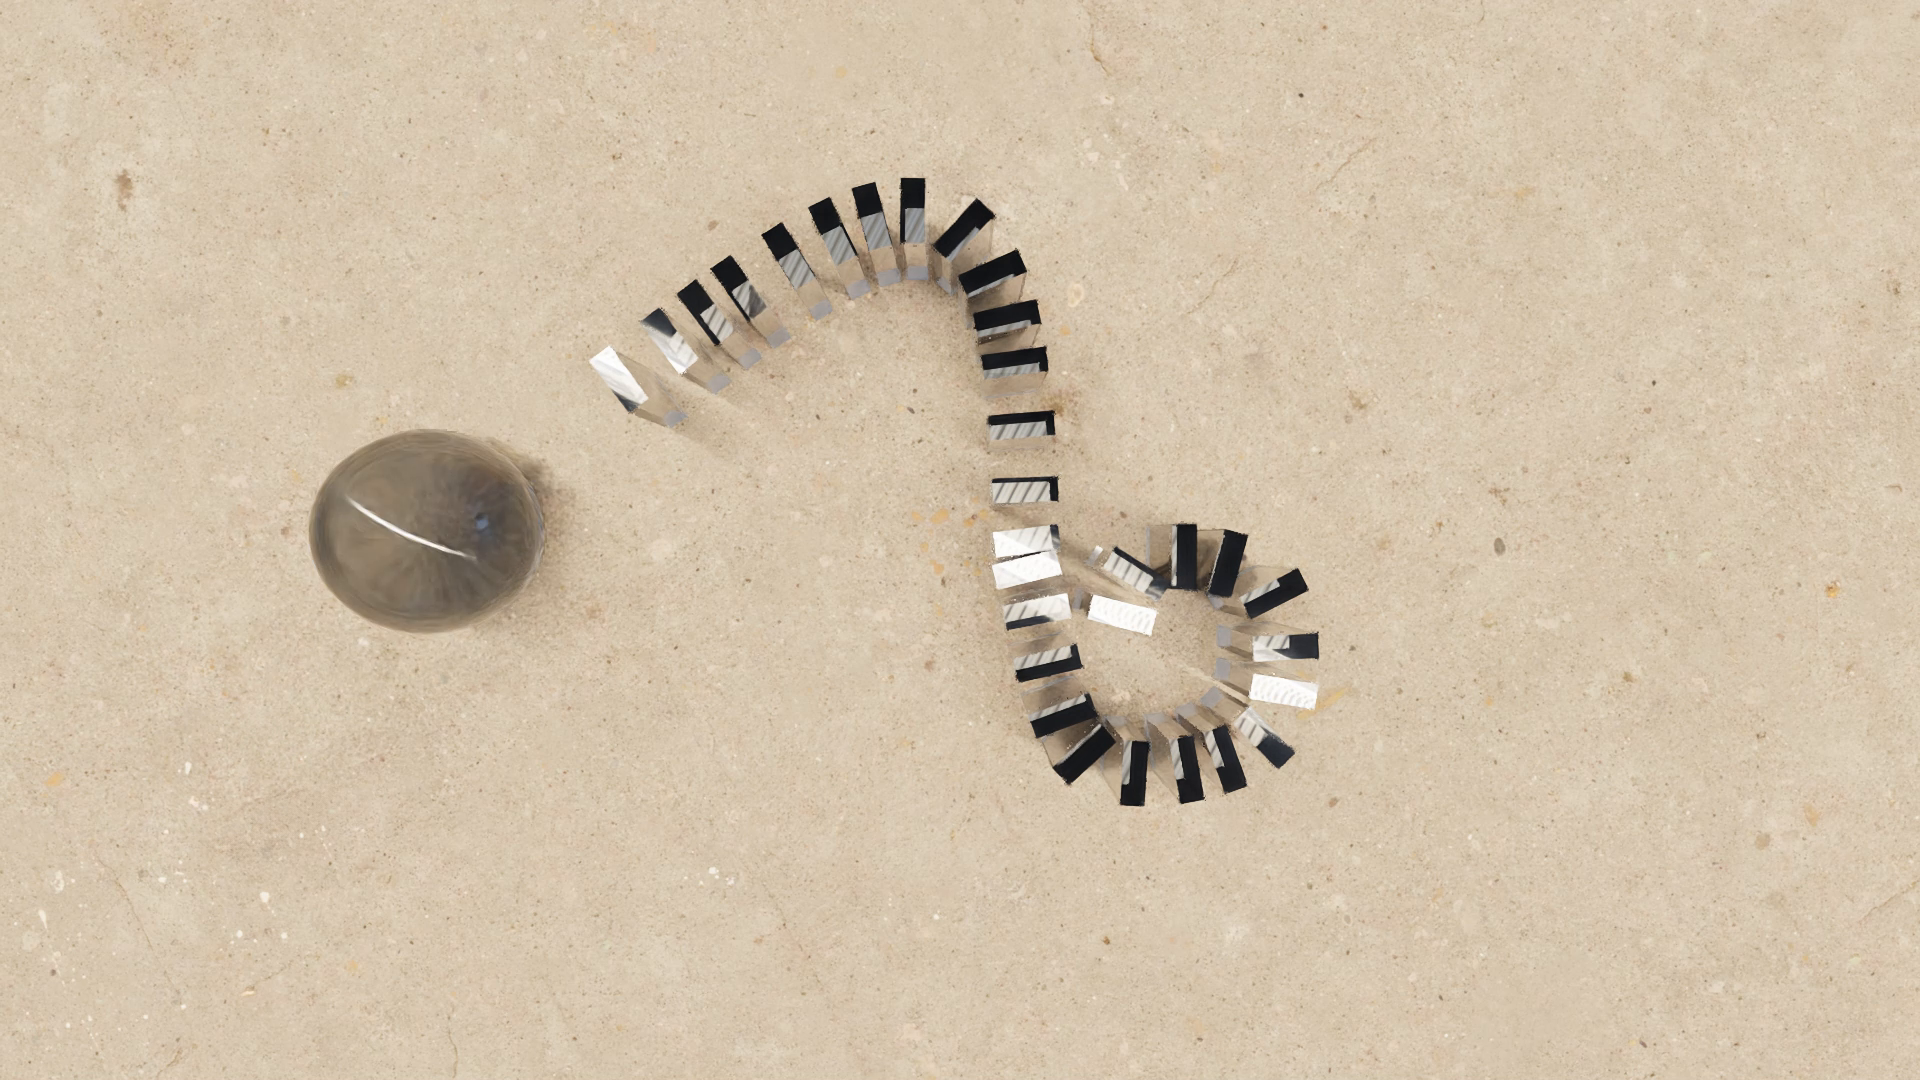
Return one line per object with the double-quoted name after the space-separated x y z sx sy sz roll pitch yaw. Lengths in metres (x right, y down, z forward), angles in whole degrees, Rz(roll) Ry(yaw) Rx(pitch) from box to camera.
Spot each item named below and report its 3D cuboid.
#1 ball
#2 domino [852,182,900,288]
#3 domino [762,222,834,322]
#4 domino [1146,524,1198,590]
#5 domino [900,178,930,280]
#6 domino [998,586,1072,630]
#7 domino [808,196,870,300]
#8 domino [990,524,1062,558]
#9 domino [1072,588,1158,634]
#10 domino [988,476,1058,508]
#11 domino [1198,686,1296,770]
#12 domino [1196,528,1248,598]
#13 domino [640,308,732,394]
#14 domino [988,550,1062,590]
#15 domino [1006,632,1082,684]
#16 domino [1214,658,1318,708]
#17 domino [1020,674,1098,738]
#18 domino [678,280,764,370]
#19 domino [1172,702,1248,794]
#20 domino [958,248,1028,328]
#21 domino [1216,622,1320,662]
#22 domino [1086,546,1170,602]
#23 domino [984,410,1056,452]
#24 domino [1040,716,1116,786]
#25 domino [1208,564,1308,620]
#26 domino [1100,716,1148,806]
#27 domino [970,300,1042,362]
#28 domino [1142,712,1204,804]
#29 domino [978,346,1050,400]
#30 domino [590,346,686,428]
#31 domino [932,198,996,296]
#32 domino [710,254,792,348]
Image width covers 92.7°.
-0.207 -0.003 0.360 0.080 0.080 0.080 0 90 0 "ball"
-0.034 -0.124 0.375 0.010 0.050 0.025 -15 90 0 "domino"
-0.065 -0.108 0.375 0.010 0.050 0.025 -32 90 0 "domino"
0.086 0.006 0.375 0.009 0.050 0.025 1 90 0 "domino"
-0.018 -0.126 0.375 0.010 0.050 0.025 1 90 0 "domino"
0.029 0.027 0.375 0.025 0.050 0.009 -11 90 0 "domino"
-0.049 -0.118 0.375 0.010 0.050 0.025 -26 90 0 "domino"
0.026 0.000 0.375 0.025 0.050 0.010 -8 90 0 "domino"
0.062 0.029 0.375 0.025 0.050 0.010 14 90 0 "domino"
0.025 -0.019 0.375 0.025 0.050 0.010 -2 90 0 "domino"
0.116 0.076 0.375 0.009 0.050 0.025 -45 90 0 "domino"
0.102 0.009 0.375 0.009 0.050 0.025 16 90 0 "domino"
-0.111 -0.076 0.375 0.010 0.050 0.025 -38 90 0 "domino"
0.026 0.011 0.375 0.025 0.050 0.010 -14 90 0 "domino"
0.034 0.047 0.375 0.025 0.050 0.010 -13 90 0 "domino"
0.124 0.058 0.375 0.025 0.050 0.009 9 90 0 "domino"
0.039 0.067 0.375 0.025 0.050 0.009 -20 90 0 "domino"
-0.097 -0.087 0.375 0.010 0.050 0.025 -37 90 0 "domino"
0.102 0.084 0.375 0.009 0.050 0.025 -20 90 0 "domino"
0.012 -0.102 0.375 0.025 0.050 0.010 -24 90 0 "domino"
0.125 0.041 0.375 0.025 0.050 0.009 -3 90 0 "domino"
0.068 0.013 0.375 0.025 0.050 0.009 32 90 0 "domino"
0.024 -0.044 0.375 0.025 0.050 0.009 -5 90 0 "domino"
0.048 0.082 0.375 0.025 0.050 0.010 -43 90 0 "domino"
0.120 0.021 0.375 0.025 0.050 0.010 -27 90 0 "domino"
0.067 0.089 0.375 0.009 0.050 0.025 4 90 0 "domino"
0.018 -0.085 0.375 0.025 0.050 0.009 -13 90 0 "domino"
0.087 0.088 0.375 0.009 0.050 0.025 -10 90 0 "domino"
0.021 -0.068 0.375 0.025 0.050 0.010 -8 90 0 "domino"
-0.130 -0.061 0.375 0.010 0.050 0.025 -37 90 0 "domino"
0.001 -0.118 0.375 0.009 0.050 0.025 43 90 0 "domino"
-0.084 -0.096 0.375 0.010 0.050 0.025 -35 90 0 "domino"
